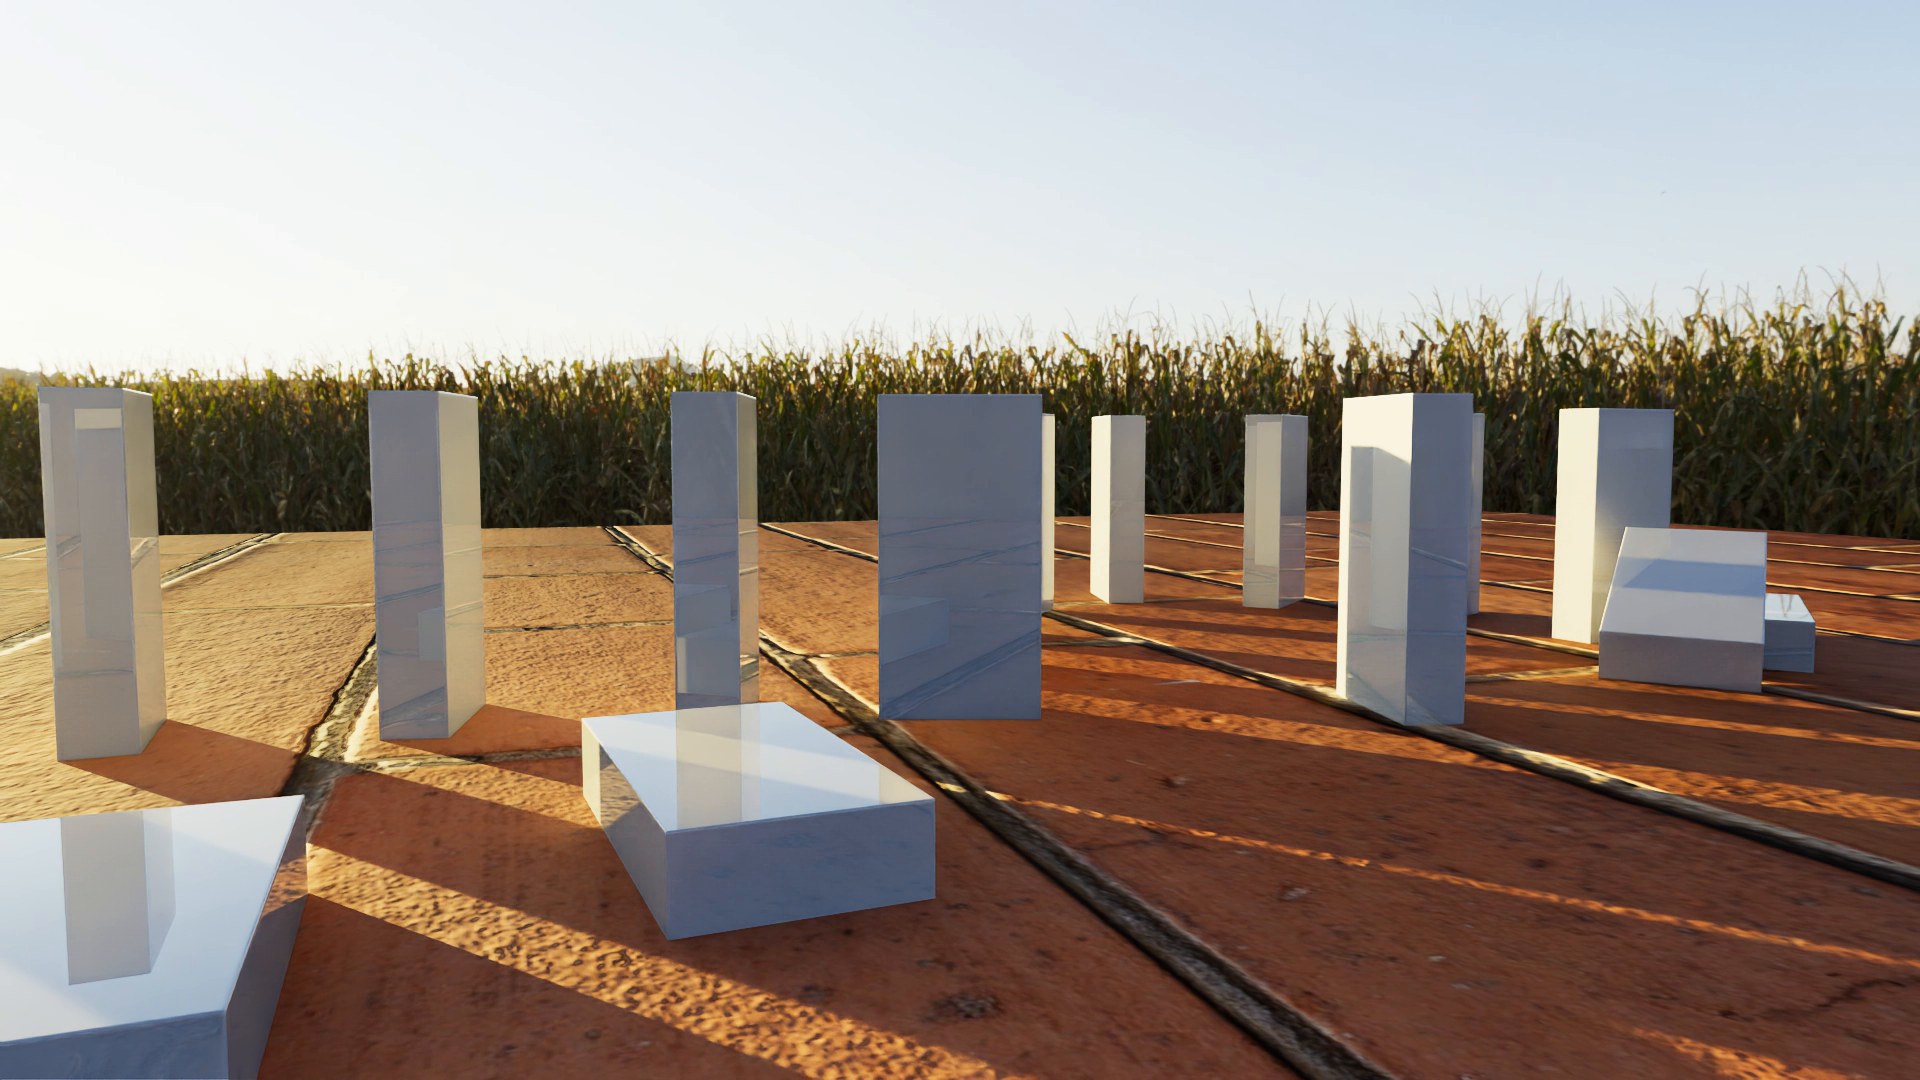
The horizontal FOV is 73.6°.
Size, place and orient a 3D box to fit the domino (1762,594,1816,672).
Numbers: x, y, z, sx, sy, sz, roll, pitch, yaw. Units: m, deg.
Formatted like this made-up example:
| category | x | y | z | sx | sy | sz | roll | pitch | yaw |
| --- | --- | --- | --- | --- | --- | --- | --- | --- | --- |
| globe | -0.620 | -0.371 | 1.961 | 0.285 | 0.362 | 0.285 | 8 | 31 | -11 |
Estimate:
| category | x | y | z | sx | sy | sz | roll | pitch | yaw |
| --- | --- | --- | --- | --- | --- | --- | --- | --- | --- |
| domino | 0.161 | 0.018 | 0.266 | 0.025 | 0.010 | 0.050 | 2 | 5 | 30 |

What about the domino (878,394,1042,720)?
| category | x | y | z | sx | sy | sz | roll | pitch | yaw |
| --- | --- | --- | --- | --- | --- | --- | --- | --- | --- |
| domino | 0.000 | 0.002 | 0.201 | 0.025 | 0.050 | 0.009 | 0 | 4 | 0 |

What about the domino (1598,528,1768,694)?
| category | x | y | z | sx | sy | sz | roll | pitch | yaw |
| --- | --- | --- | --- | --- | --- | --- | --- | --- | --- |
| domino | 0.138 | 0.012 | 0.243 | 0.025 | 0.010 | 0.050 | 3 | 24 | 32 |

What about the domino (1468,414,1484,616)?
| category | x | y | z | sx | sy | sz | roll | pitch | yaw |
| --- | --- | --- | --- | --- | --- | --- | --- | --- | --- |
| domino | 0.118 | -0.006 | 0.316 | 0.025 | 0.050 | 0.010 | -4 | 6 | -44 |

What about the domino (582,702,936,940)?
| category | x | y | z | sx | sy | sz | roll | pitch | yaw |
| --- | --- | --- | --- | --- | --- | --- | --- | --- | --- |
| domino | -0.024 | 0.028 | 0.138 | 0.025 | 0.010 | 0.050 | -2 | 5 | -24 |

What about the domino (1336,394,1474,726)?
| category | x | y | z | sx | sy | sz | roll | pitch | yaw |
| --- | --- | --- | --- | --- | --- | --- | --- | --- | --- |
| domino | 0.070 | 0.002 | 0.205 | 0.009 | 0.050 | 0.025 | -1 | 4 | -7 |

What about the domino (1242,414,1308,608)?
| category | x | y | z | sx | sy | sz | roll | pitch | yaw |
| --- | --- | --- | --- | --- | --- | --- | --- | --- | --- |
| domino | 0.084 | -0.008 | 0.342 | 0.010 | 0.050 | 0.025 | 2 | 5 | 30 |

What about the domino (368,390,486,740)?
| category | x | y | z | sx | sy | sz | roll | pitch | yaw |
| --- | --- | --- | --- | --- | --- | --- | --- | --- | --- |
| domino | -0.081 | 0.003 | 0.195 | 0.009 | 0.050 | 0.025 | -1 | 4 | -9 |

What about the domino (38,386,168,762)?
| category | x | y | z | sx | sy | sz | roll | pitch | yaw |
| --- | --- | --- | --- | --- | --- | --- | --- | --- | --- |
| domino | -0.122 | 0.004 | 0.183 | 0.009 | 0.050 | 0.025 | -2 | 5 | -24 |

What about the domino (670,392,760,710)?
| category | x | y | z | sx | sy | sz | roll | pitch | yaw |
| --- | --- | --- | --- | --- | --- | --- | --- | --- | --- |
| domino | -0.037 | 0.003 | 0.199 | 0.010 | 0.050 | 0.025 | 0 | 4 | -3 |

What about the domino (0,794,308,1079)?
| category | x | y | z | sx | sy | sz | roll | pitch | yaw |
| --- | --- | --- | --- | --- | --- | --- | --- | --- | --- |
| domino | -0.064 | 0.031 | 0.094 | 0.025 | 0.009 | 0.050 | -2 | 5 | -22 |

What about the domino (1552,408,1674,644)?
| category | x | y | z | sx | sy | sz | roll | pitch | yaw |
| --- | --- | --- | --- | --- | --- | --- | --- | --- | --- |
| domino | 0.143 | -0.004 | 0.281 | 0.025 | 0.050 | 0.009 | -2 | 5 | -27 |

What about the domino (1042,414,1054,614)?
| category | x | y | z | sx | sy | sz | roll | pitch | yaw |
| --- | --- | --- | --- | --- | --- | --- | --- | --- | --- |
| domino | 0.011 | -0.007 | 0.329 | 0.025 | 0.050 | 0.009 | 2 | 5 | 24 |

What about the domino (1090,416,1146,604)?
| category | x | y | z | sx | sy | sz | roll | pitch | yaw |
| --- | --- | --- | --- | --- | --- | --- | --- | --- | --- |
| domino | 0.043 | -0.009 | 0.353 | 0.009 | 0.050 | 0.025 | 0 | 4 | -5 |
